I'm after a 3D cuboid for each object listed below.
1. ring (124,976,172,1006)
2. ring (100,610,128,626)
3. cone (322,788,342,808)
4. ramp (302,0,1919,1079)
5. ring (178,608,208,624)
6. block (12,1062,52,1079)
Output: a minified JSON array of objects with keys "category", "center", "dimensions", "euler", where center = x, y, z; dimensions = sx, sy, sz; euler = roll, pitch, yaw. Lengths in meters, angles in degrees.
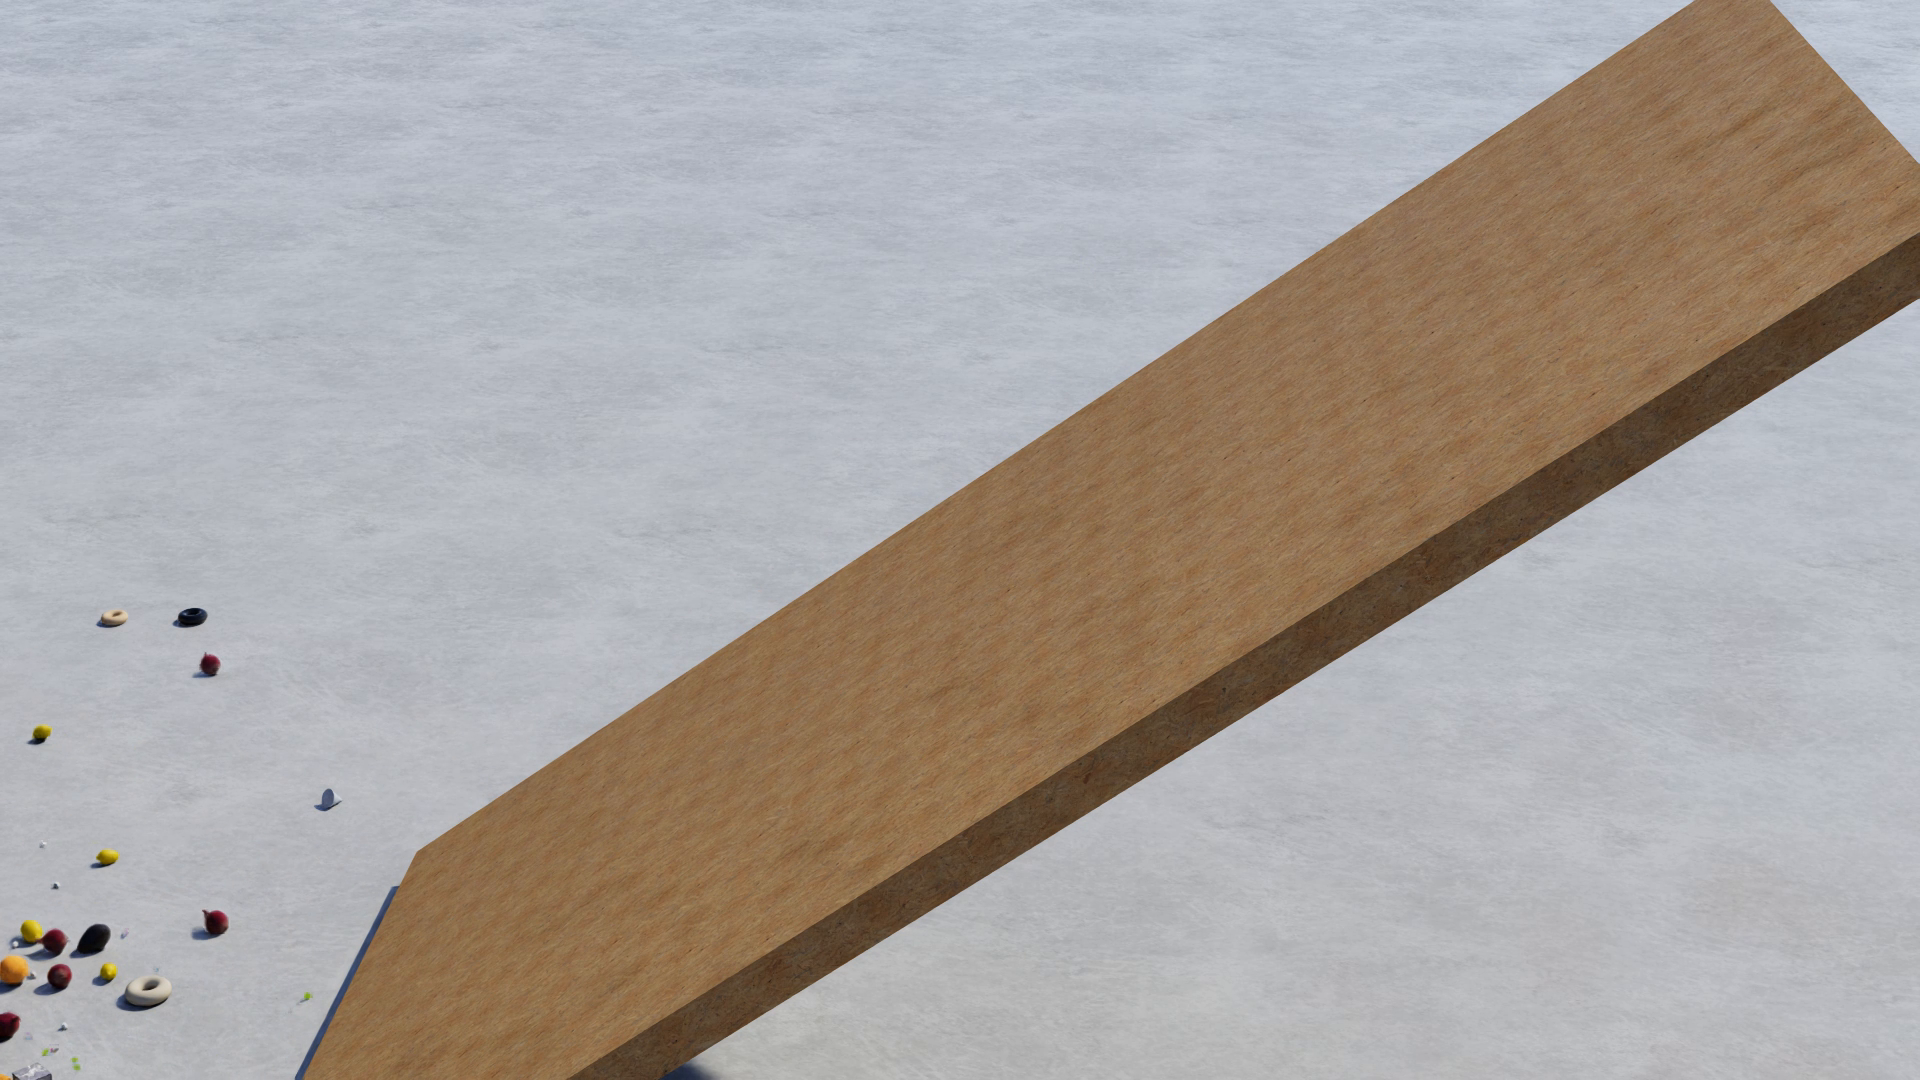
[{"category":"ring","center":[-1.997,1.109,7.236],"dimensions":[0.113,0.038,0.113],"euler":[-1,22,0]},{"category":"ring","center":[-2.694,0.247,9.372],"dimensions":[0.084,0.028,0.084],"euler":[-1,23,0]},{"category":"cone","center":[-1.742,0.723,8.203],"dimensions":[0.054,0.054,0.054],"euler":[20,3,40]},{"category":"ramp","center":[0.132,0.177,6.315],"dimensions":[4.000,0.100,2.000],"euler":[-33,16,16]},{"category":"ring","center":[-2.446,0.243,9.378],"dimensions":[0.094,0.031,0.094],"euler":[-1,21,0]},{"category":"block","center":[-2.148,1.263,6.817],"dimensions":[0.065,0.065,0.065],"euler":[-20,29,-40]}]
